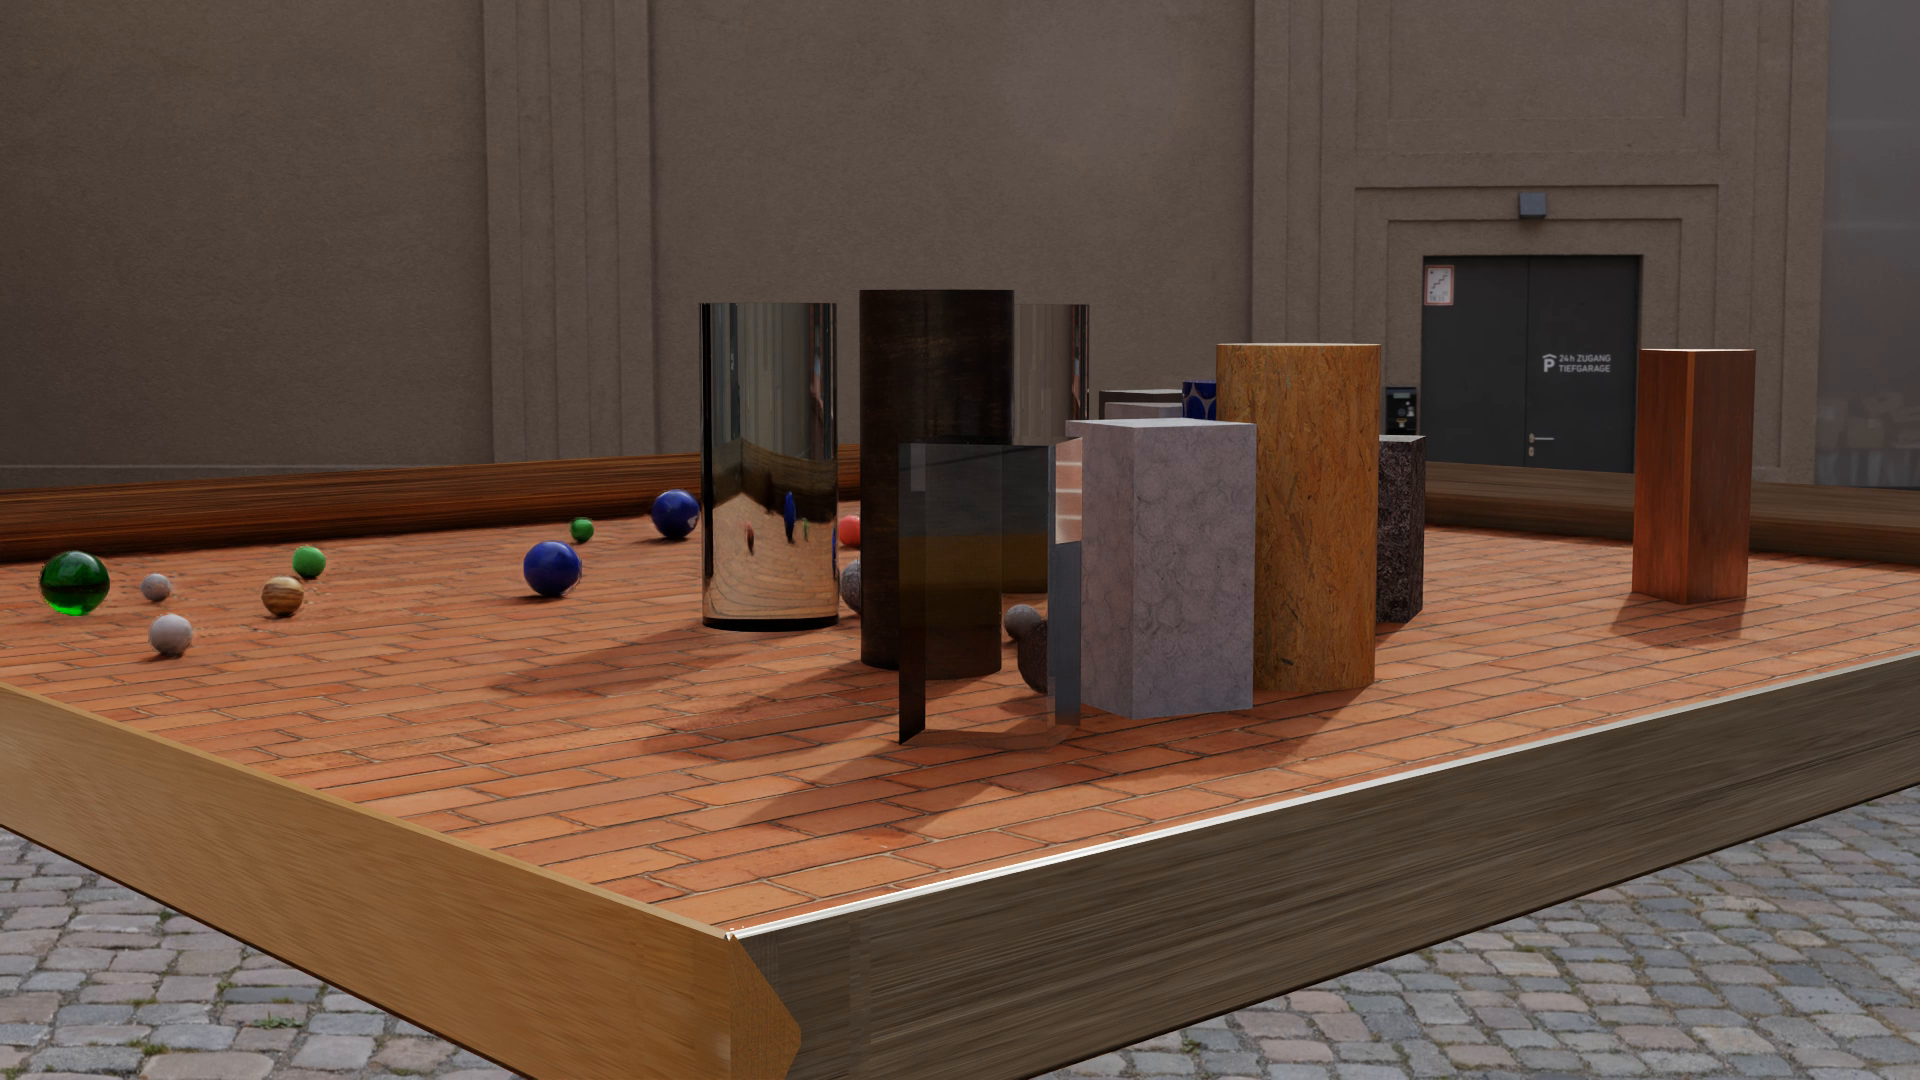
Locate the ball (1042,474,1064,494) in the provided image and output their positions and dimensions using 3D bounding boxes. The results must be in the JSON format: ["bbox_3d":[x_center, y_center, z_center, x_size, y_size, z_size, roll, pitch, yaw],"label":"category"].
[{"bbox_3d":[0.224,-0.135,5.308,0.051,0.051,0.051,0,6,0],"label":"ball"}]

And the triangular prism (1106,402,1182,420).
[{"bbox_3d":[0.274,-0.044,3.208,0.146,0.308,0.168,4,7,36],"label":"triangular prism"}]

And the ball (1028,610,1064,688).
[{"bbox_3d":[0.127,0.129,2.589,0.093,0.093,0.093,0,6,0],"label":"ball"}]

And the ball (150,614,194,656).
[{"bbox_3d":[-1.018,0.123,2.838,0.053,0.053,0.053,0,6,0],"label":"ball"}]

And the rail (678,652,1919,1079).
[{"bbox_3d":[1.036,0.150,2.215,3.183,0.126,0.045,-5,8,-42],"label":"rail"}]

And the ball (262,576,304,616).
[{"bbox_3d":[-0.986,0.081,3.203,0.059,0.059,0.059,0,6,0],"label":"ball"}]

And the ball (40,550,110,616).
[{"bbox_3d":[-1.291,0.062,3.209,0.095,0.095,0.095,0,6,0],"label":"ball"}]

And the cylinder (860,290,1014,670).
[{"bbox_3d":[-0.029,-0.080,2.777,0.195,0.468,0.195,0,6,0],"label":"cylinder"}]

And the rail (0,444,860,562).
[{"bbox_3d":[-1.036,-0.084,4.449,3.183,0.126,0.045,-5,8,-42],"label":"rail"}]

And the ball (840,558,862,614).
[{"bbox_3d":[-0.134,0.067,3.213,0.084,0.084,0.084,0,6,0],"label":"ball"}]

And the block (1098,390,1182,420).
[{"bbox_3d":[0.354,-0.112,3.890,0.156,0.301,0.156,-4,7,-33],"label":"block"}]

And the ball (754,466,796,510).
[{"bbox_3d":[-0.413,-0.117,4.912,0.097,0.097,0.097,0,6,0],"label":"ball"}]

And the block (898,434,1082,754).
[{"bbox_3d":[0.033,0.051,2.290,0.156,0.310,0.156,2,6,16],"label":"block"}]

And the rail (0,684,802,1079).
[{"bbox_3d":[-1.152,0.144,2.275,0.045,0.126,3.103,-5,8,-42],"label":"rail"}]

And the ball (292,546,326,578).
[{"bbox_3d":[-1.082,0.037,3.655,0.052,0.052,0.052,0,6,0],"label":"ball"}]

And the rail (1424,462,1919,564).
[{"bbox_3d":[1.152,-0.078,4.389,0.045,0.126,3.103,-5,8,-42],"label":"rail"}]

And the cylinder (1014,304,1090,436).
[{"bbox_3d":[0.113,-0.157,3.585,0.195,0.452,0.195,0,6,0],"label":"cylinder"}]

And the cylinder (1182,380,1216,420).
[{"bbox_3d":[0.396,-0.040,2.969,0.195,0.348,0.195,0,6,0],"label":"cylinder"}]

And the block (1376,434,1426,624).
[{"bbox_3d":[0.590,-0.020,3.217,0.156,0.259,0.156,2,6,20],"label":"block"}]

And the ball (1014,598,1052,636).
[{"bbox_3d":[0.101,0.105,3.012,0.052,0.052,0.052,0,6,0],"label":"ball"}]

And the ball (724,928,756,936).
[{"bbox_3d":[-0.119,0.269,1.260,0.092,0.092,0.092,0,6,0],"label":"ball"}]

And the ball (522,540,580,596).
[{"bbox_3d":[-0.635,0.044,3.418,0.088,0.088,0.088,0,6,0],"label":"ball"}]

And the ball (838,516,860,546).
[{"bbox_3d":[-0.204,-0.016,4.138,0.058,0.058,0.058,0,6,0],"label":"ball"}]

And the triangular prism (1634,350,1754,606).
[{"bbox_3d":[1.113,-0.103,3.412,0.168,0.382,0.146,-5,8,-38],"label":"triangular prism"}]

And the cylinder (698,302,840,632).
[{"bbox_3d":[-0.270,-0.108,3.116,0.195,0.453,0.195,0,6,0],"label":"cylinder"}]

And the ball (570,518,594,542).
[{"bbox_3d":[-0.726,-0.019,4.226,0.044,0.044,0.044,0,6,0],"label":"ball"}]

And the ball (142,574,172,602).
[{"bbox_3d":[-1.229,0.073,3.364,0.043,0.043,0.043,0,6,0],"label":"ball"}]

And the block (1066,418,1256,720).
[{"bbox_3d":[0.224,0.026,2.482,0.156,0.318,0.156,-3,7,-26],"label":"block"}]

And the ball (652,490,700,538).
[{"bbox_3d":[-0.555,-0.051,4.290,0.095,0.095,0.095,0,6,0],"label":"ball"}]

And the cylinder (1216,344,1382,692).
[{"bbox_3d":[0.404,-0.033,2.646,0.195,0.403,0.195,0,6,0],"label":"cylinder"}]
